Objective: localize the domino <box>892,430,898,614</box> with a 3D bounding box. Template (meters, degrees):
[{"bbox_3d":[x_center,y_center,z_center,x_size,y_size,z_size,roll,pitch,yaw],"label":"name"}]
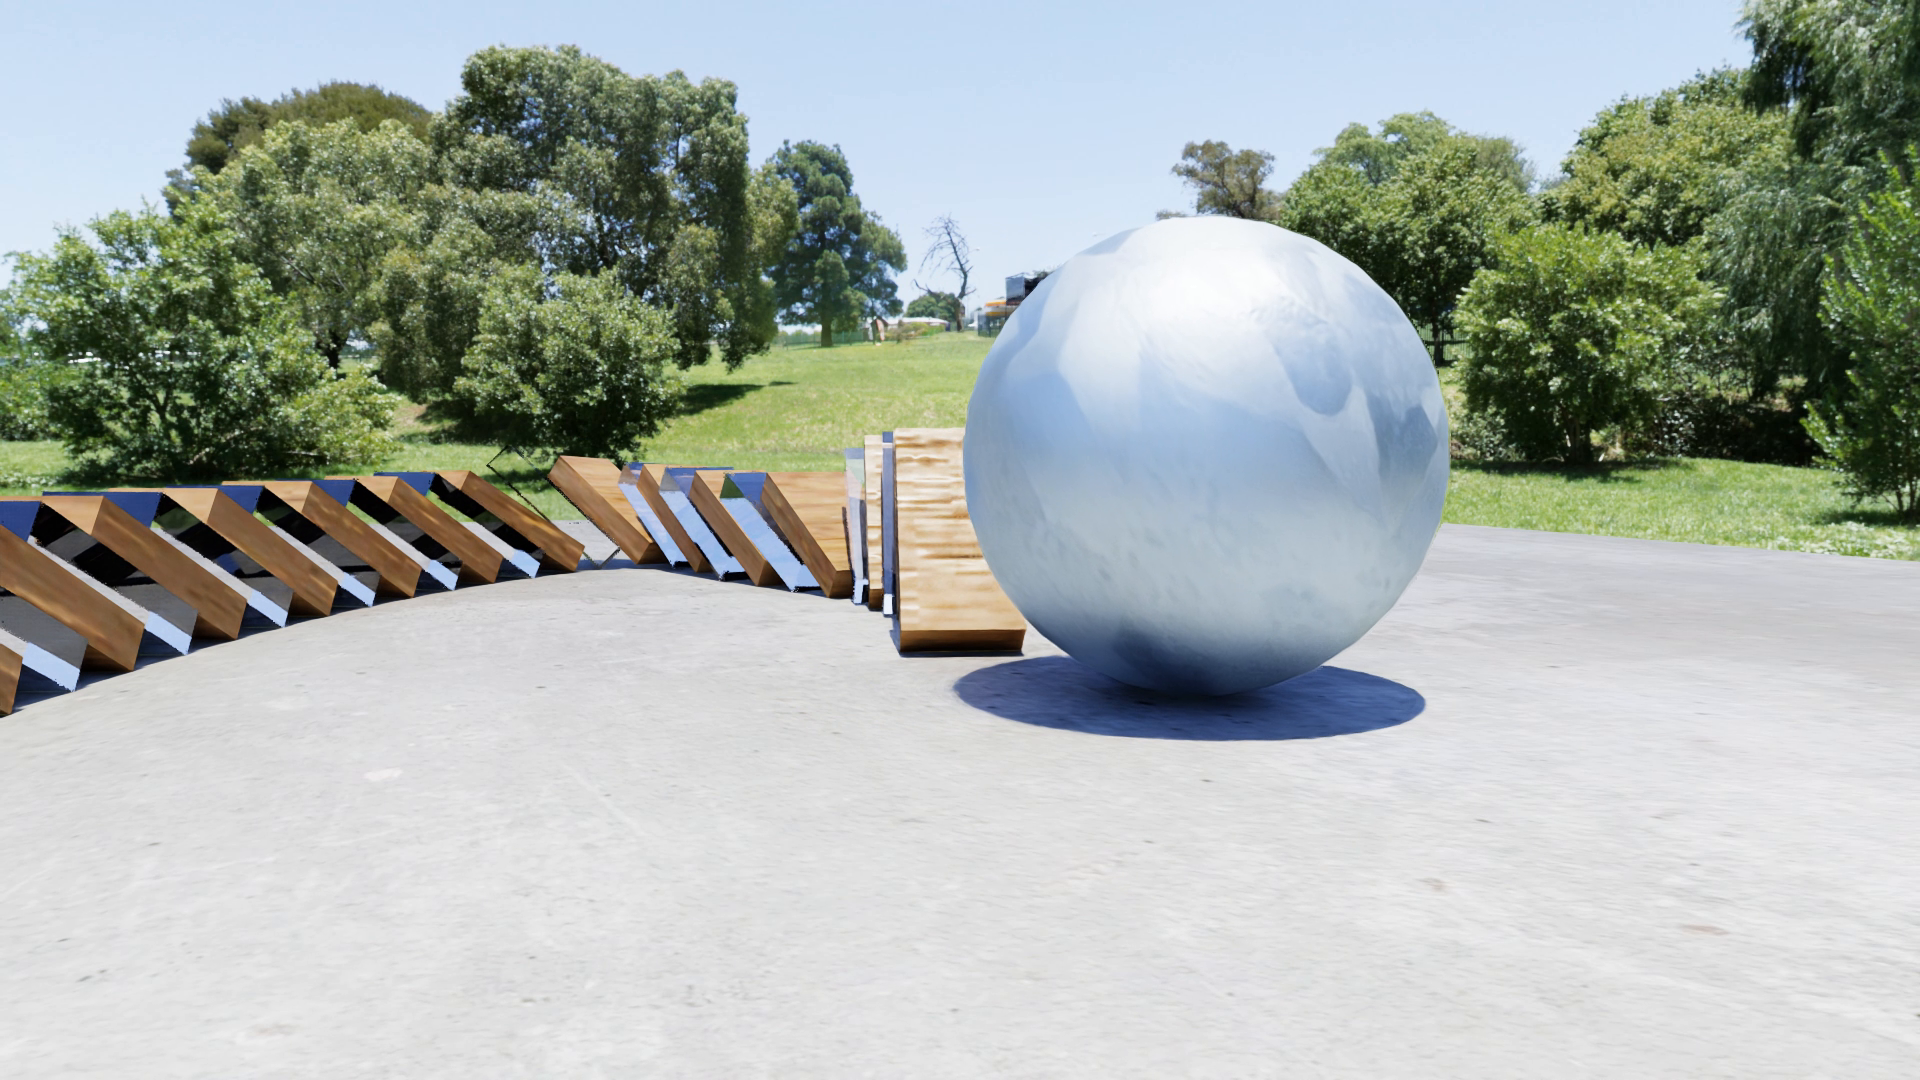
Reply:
[{"bbox_3d":[-0.004,-0.004,0.319,0.025,0.050,0.010,0,-32,-5],"label":"domino"}]

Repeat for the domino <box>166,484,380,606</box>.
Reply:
[{"bbox_3d":[-0.169,0.002,0.317,0.025,0.010,0.050,1,-25,9],"label":"domino"}]

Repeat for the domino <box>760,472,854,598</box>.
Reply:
[{"bbox_3d":[-0.037,-0.003,0.375,0.025,0.010,0.050,-3,36,-34],"label":"domino"}]

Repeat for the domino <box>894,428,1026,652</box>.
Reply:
[{"bbox_3d":[-0.001,-0.001,0.272,0.025,0.050,0.010,0,-32,-5],"label":"domino"}]

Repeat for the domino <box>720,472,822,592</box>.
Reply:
[{"bbox_3d":[-0.050,-0.003,0.389,0.025,0.009,0.050,-3,36,-39],"label":"domino"}]

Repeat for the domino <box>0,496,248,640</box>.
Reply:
[{"bbox_3d":[-0.170,0.007,0.258,0.025,0.010,0.050,0,-25,2],"label":"domino"}]

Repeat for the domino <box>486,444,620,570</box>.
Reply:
[{"bbox_3d":[-0.138,-0.011,0.439,0.009,0.050,0.025,-46,15,-8],"label":"domino"}]

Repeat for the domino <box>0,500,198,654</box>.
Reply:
[{"bbox_3d":[-0.169,0.008,0.238,0.025,0.009,0.050,0,-25,0],"label":"domino"}]

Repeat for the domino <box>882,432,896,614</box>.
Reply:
[{"bbox_3d":[-0.007,-0.005,0.331,0.025,0.050,0.010,0,-33,-5],"label":"domino"}]

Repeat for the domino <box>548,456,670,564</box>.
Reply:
[{"bbox_3d":[-0.120,-0.011,0.454,0.050,0.010,0.025,40,17,20],"label":"domino"}]

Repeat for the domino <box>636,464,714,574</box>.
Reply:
[{"bbox_3d":[-0.087,-0.008,0.434,0.025,0.009,0.050,-1,36,-41],"label":"domino"}]

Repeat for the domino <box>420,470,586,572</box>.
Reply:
[{"bbox_3d":[-0.148,-0.006,0.413,0.025,0.010,0.050,2,-27,34],"label":"domino"}]

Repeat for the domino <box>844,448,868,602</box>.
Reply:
[{"bbox_3d":[-0.018,-0.005,0.359,0.025,0.010,0.050,-1,48,-9],"label":"domino"}]

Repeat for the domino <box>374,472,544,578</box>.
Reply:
[{"bbox_3d":[-0.155,-0.004,0.394,0.025,0.009,0.050,2,-27,25],"label":"domino"}]

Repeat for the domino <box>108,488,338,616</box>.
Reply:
[{"bbox_3d":[-0.170,0.004,0.297,0.025,0.009,0.050,0,-25,5],"label":"domino"}]

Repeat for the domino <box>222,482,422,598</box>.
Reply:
[{"bbox_3d":[-0.167,0.001,0.336,0.025,0.010,0.050,1,-26,11],"label":"domino"}]

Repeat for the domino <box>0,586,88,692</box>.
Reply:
[{"bbox_3d":[-0.164,0.011,0.199,0.025,0.010,0.050,0,-25,-3],"label":"domino"}]

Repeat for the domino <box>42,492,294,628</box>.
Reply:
[{"bbox_3d":[-0.170,0.005,0.277,0.025,0.009,0.050,0,-25,4],"label":"domino"}]

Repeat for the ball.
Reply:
[{"bbox_3d":[0.040,-0.014,0.218,0.080,0.080,0.080,0,4,0],"label":"ball"}]

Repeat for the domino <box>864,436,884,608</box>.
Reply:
[{"bbox_3d":[-0.012,-0.006,0.344,0.025,0.050,0.010,0,-35,-6],"label":"domino"}]

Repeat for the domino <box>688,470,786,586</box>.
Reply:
[{"bbox_3d":[-0.063,-0.005,0.403,0.025,0.009,0.050,-3,37,-39],"label":"domino"}]

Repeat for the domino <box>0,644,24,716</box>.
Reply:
[{"bbox_3d":[-0.158,0.013,0.179,0.025,0.010,0.050,-1,-24,-10],"label":"domino"}]

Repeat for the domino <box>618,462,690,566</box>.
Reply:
[{"bbox_3d":[-0.098,-0.009,0.450,0.025,0.010,0.050,1,35,-42],"label":"domino"}]

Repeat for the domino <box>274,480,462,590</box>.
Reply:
[{"bbox_3d":[-0.164,-0.001,0.356,0.025,0.009,0.050,1,-26,14],"label":"domino"}]

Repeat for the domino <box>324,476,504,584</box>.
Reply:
[{"bbox_3d":[-0.160,-0.002,0.375,0.025,0.009,0.050,1,-26,19],"label":"domino"}]

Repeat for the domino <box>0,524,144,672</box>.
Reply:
[{"bbox_3d":[-0.166,0.010,0.219,0.025,0.010,0.050,0,-25,-3],"label":"domino"}]

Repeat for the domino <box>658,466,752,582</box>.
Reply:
[{"bbox_3d":[-0.076,-0.006,0.418,0.025,0.010,0.050,-3,38,-39],"label":"domino"}]
